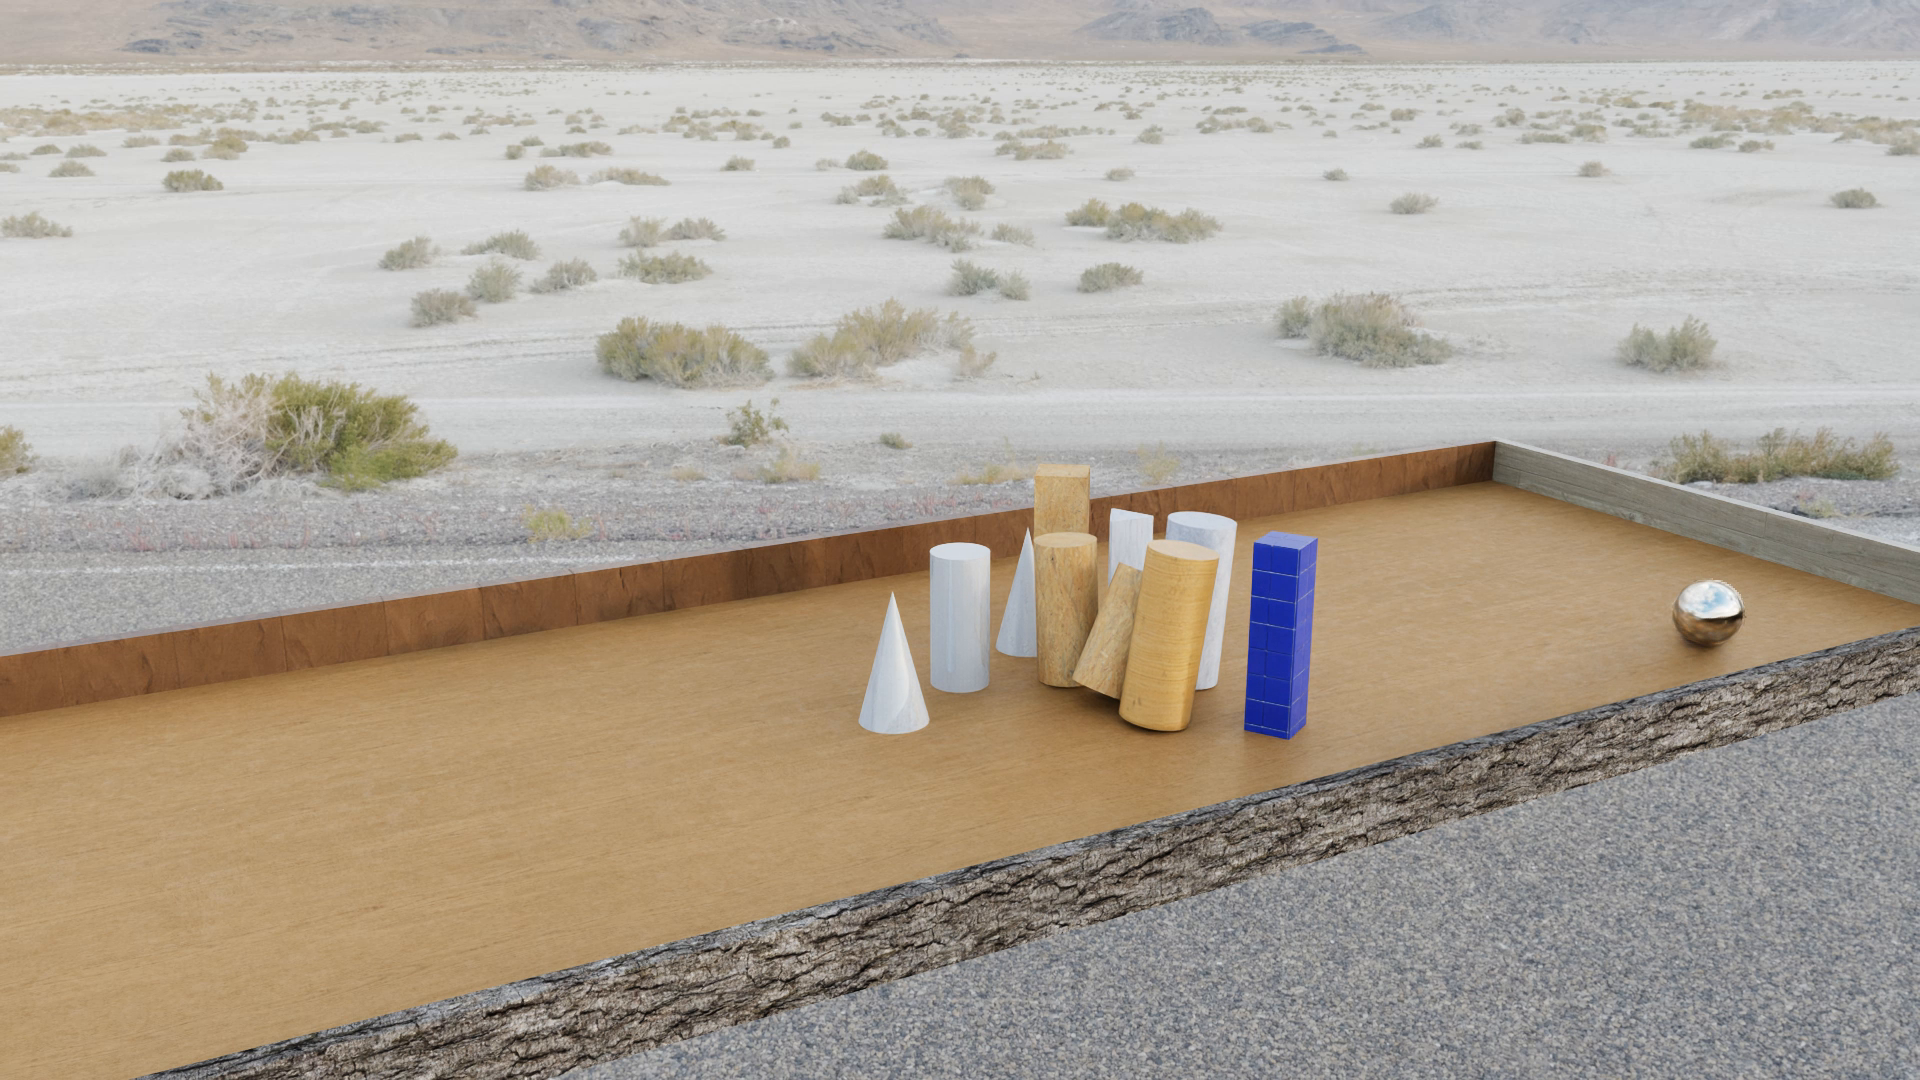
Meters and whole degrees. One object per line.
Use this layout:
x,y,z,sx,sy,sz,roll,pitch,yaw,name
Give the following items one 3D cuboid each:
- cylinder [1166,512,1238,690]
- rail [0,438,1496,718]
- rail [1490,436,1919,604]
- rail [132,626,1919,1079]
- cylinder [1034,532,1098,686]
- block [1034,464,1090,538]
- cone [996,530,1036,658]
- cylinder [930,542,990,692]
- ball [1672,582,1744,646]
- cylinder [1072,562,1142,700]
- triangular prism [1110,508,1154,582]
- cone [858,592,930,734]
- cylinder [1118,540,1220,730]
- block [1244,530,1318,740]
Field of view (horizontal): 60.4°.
0.578,0.149,4.097,0.170,0.410,0.170,4,15,-1,cylinder
-3.305,0.497,3.399,12.000,0.150,0.050,-9,18,-27,rail
2.466,-0.048,5.253,0.050,0.150,2.100,-9,18,-27,rail
-2.336,1.006,1.665,12.000,0.150,0.050,-9,18,-27,rail
0.267,0.172,4.121,0.157,0.357,0.157,-2,14,1,cylinder
0.284,0.005,4.612,0.142,0.410,0.142,2,17,8,block
0.177,0.124,4.345,0.166,0.330,0.166,0,16,0,cone
0.000,0.192,4.095,0.149,0.342,0.149,0,16,0,cylinder
1.985,0.196,4.379,0.174,0.174,0.174,0,16,0,ball
0.399,0.223,3.991,0.155,0.304,0.155,22,1,0,cylinder
0.427,0.099,4.391,0.127,0.353,0.110,-7,18,-22,triangular prism
-0.156,0.272,3.859,0.168,0.322,0.168,0,16,0,cone
0.485,0.221,3.838,0.167,0.413,0.167,8,14,-2,cylinder
0.738,0.219,3.800,0.111,0.456,0.111,10,19,30,block
